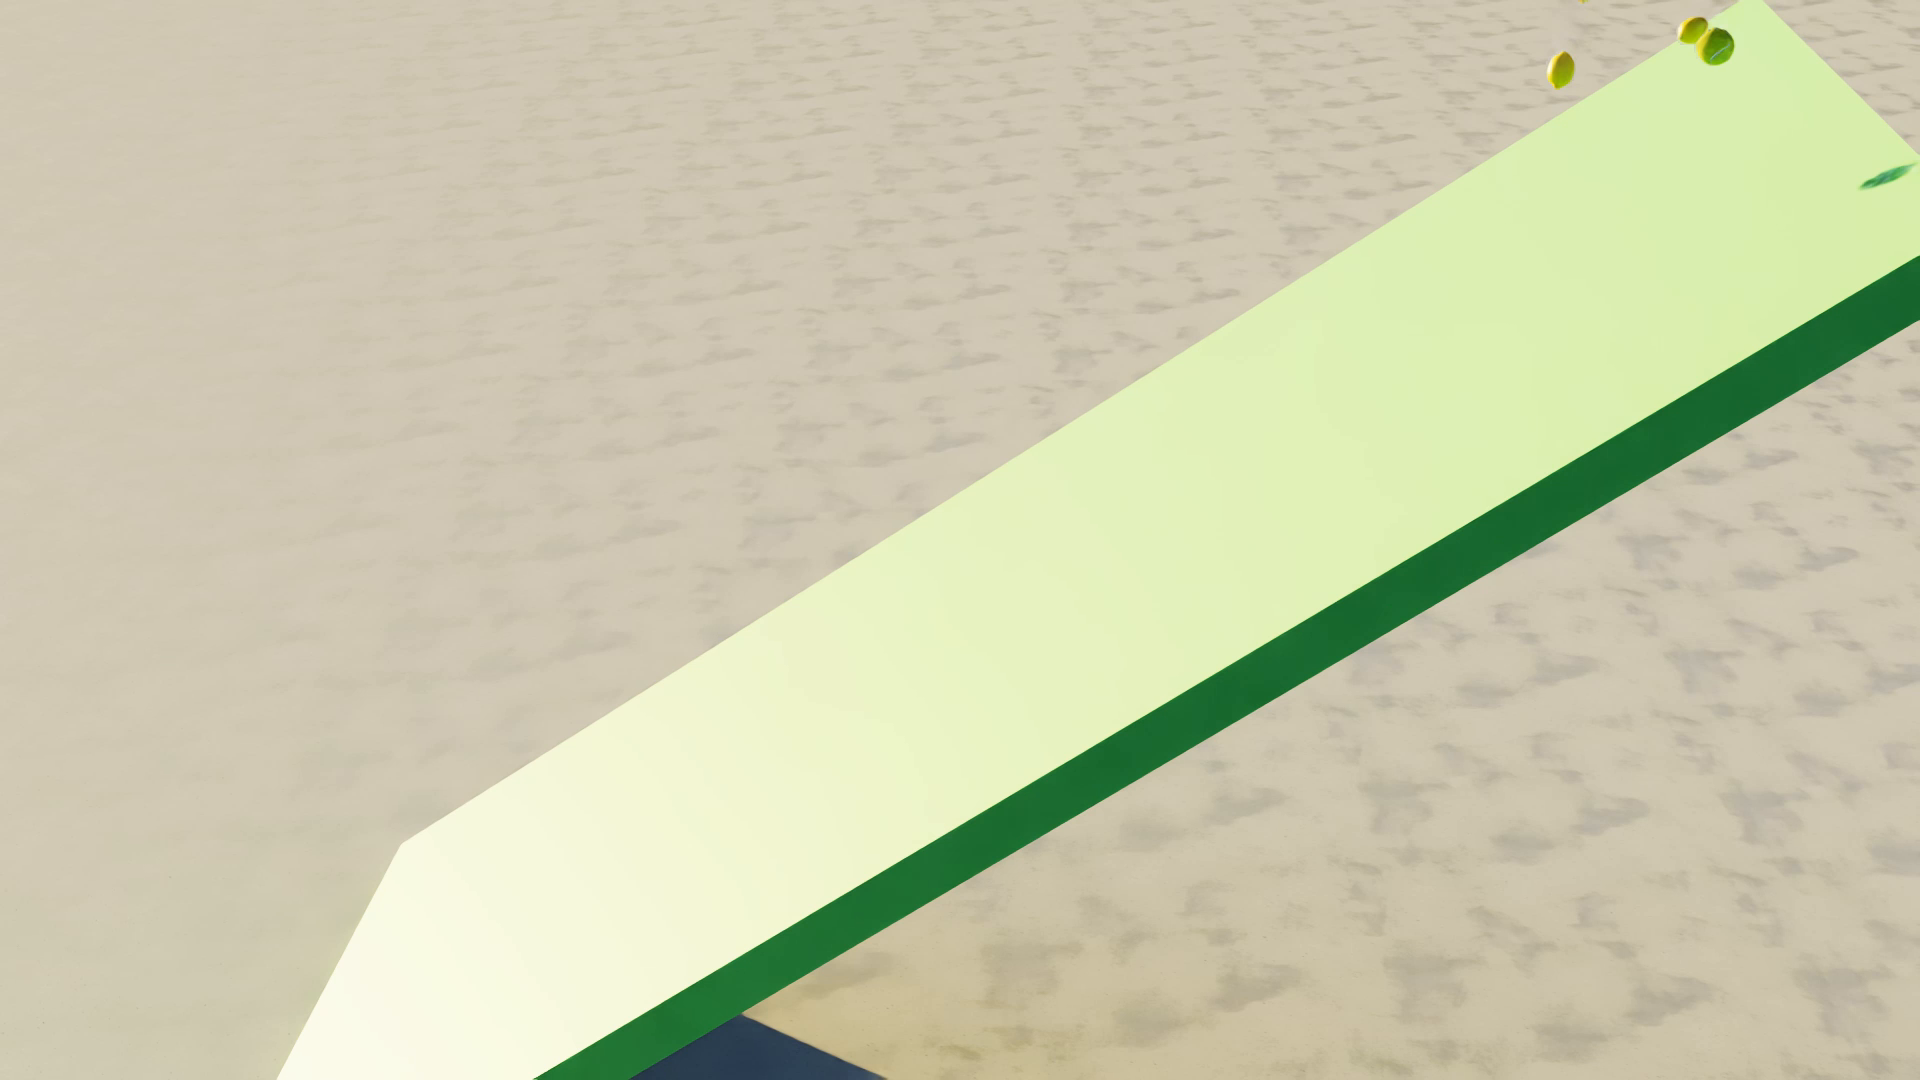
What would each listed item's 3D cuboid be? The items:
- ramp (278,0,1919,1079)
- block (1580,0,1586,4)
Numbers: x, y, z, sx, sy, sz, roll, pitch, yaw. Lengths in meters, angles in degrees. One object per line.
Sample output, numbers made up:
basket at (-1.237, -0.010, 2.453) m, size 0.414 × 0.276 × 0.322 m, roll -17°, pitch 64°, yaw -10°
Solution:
ramp at (0.137, 0.173, 6.303) m, size 4.000 × 0.100 × 2.000 m, roll -32°, pitch 16°, yaw 15°
block at (1.252, -1.144, 5.881) m, size 0.082 × 0.082 × 0.082 m, roll -34°, pitch 63°, yaw -7°
